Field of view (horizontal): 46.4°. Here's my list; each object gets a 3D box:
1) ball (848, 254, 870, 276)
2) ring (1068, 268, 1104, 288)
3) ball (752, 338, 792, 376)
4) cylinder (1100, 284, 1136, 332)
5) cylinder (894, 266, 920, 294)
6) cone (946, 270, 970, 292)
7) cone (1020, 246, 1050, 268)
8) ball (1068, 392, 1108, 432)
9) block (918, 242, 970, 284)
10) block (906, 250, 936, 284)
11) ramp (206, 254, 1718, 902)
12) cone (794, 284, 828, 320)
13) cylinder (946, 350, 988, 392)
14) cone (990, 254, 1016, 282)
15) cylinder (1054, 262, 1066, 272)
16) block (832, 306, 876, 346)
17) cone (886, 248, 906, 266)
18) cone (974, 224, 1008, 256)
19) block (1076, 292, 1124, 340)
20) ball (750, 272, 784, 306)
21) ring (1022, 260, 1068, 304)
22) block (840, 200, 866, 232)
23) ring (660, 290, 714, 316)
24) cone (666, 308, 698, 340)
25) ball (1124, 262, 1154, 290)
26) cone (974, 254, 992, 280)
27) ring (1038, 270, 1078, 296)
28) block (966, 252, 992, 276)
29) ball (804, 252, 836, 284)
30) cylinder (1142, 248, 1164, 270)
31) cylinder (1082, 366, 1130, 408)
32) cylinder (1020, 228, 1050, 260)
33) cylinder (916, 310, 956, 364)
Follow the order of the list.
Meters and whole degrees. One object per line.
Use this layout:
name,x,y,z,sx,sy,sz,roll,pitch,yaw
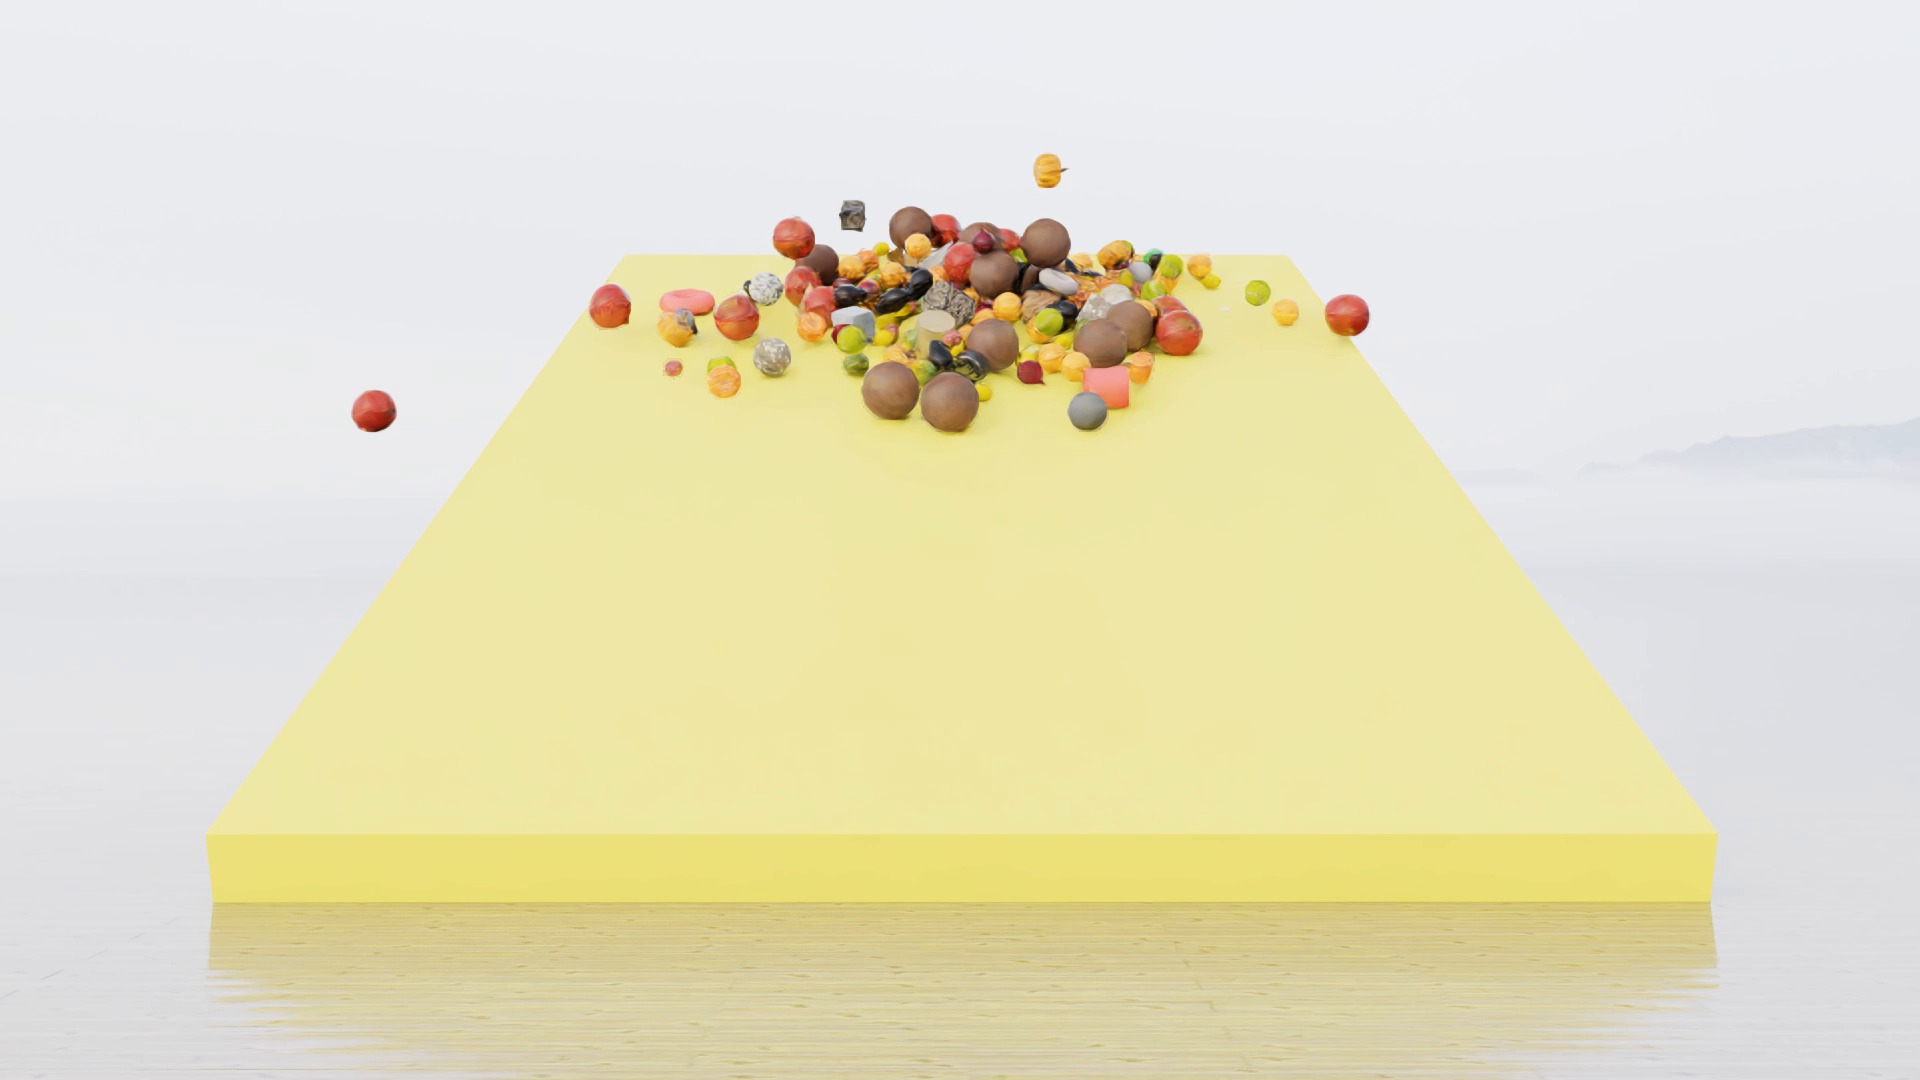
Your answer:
ball,-0.293,-0.793,6.452,0.063,0.063,0.063,0,-1,0
ring,0.354,-0.742,6.332,0.103,0.034,0.103,5,25,-2
ball,-0.446,-0.434,5.311,0.092,0.092,0.092,0,-1,0
cylinder,0.406,-0.598,5.776,0.086,0.086,0.086,-4,-43,-4
cylinder,-0.147,-0.723,6.222,0.062,0.062,0.062,0,29,5
cone,-0.017,-0.709,6.031,0.068,0.068,0.068,0,-24,19
cone,0.231,-0.818,6.399,0.081,0.081,0.081,1,0,-43
ball,0.276,-0.279,4.854,0.086,0.086,0.086,0,-1,0
block,-0.046,-0.759,6.184,0.083,0.083,0.083,-42,10,-35
block,-0.102,-0.780,6.382,0.079,0.079,0.079,-9,18,-25
ramp,-0.004,-0.189,4.876,2.000,0.100,4.000,0,18,0
cone,-0.396,-0.637,5.933,0.091,0.091,0.091,0,18,0
cylinder,0.017,-0.392,5.202,0.083,0.083,0.083,0,18,12
cone,0.131,-0.727,5.960,0.076,0.076,0.076,0,2,-26
cylinder,0.256,-0.721,6.180,0.069,0.069,0.069,0,44,0
block,-0.270,-0.542,5.661,0.075,0.075,0.075,16,27,41
cone,-0.175,-0.815,6.558,0.059,0.059,0.059,-30,-18,-11
cone,0.108,-0.831,6.371,0.095,0.095,0.095,39,-15,-18
block,0.353,-0.564,5.642,0.084,0.084,0.084,33,7,9
ball,-0.505,-0.654,5.832,0.088,0.088,0.088,0,-1,0
ring,0.229,-0.679,5.994,0.137,0.137,0.046,0,10,26
block,-0.298,-0.904,6.242,0.060,0.060,0.060,5,44,8
ring,-0.730,-0.635,5.991,0.150,0.050,0.150,0,20,0
cone,-0.691,-0.542,5.727,0.083,0.083,0.083,0,-11,29
ball,0.501,-0.737,6.257,0.080,0.080,0.080,0,-1,0
cone,0.059,-0.748,6.207,0.067,0.067,0.067,17,28,-10
ring,0.255,-0.663,5.775,0.112,0.037,0.112,22,19,-8
block,0.053,-0.793,6.437,0.060,0.060,0.060,-11,14,-5
ball,-0.397,-0.769,6.334,0.090,0.090,0.090,0,-1,0
cylinder,0.566,-0.820,6.547,0.057,0.057,0.057,0,18,15
cylinder,0.328,-0.342,5.034,0.092,0.092,0.092,-2,-1,-4
cylinder,0.202,-0.795,6.010,0.060,0.060,0.060,-27,27,15
cylinder,-0.060,-0.496,5.455,0.093,0.093,0.093,3,40,-3
